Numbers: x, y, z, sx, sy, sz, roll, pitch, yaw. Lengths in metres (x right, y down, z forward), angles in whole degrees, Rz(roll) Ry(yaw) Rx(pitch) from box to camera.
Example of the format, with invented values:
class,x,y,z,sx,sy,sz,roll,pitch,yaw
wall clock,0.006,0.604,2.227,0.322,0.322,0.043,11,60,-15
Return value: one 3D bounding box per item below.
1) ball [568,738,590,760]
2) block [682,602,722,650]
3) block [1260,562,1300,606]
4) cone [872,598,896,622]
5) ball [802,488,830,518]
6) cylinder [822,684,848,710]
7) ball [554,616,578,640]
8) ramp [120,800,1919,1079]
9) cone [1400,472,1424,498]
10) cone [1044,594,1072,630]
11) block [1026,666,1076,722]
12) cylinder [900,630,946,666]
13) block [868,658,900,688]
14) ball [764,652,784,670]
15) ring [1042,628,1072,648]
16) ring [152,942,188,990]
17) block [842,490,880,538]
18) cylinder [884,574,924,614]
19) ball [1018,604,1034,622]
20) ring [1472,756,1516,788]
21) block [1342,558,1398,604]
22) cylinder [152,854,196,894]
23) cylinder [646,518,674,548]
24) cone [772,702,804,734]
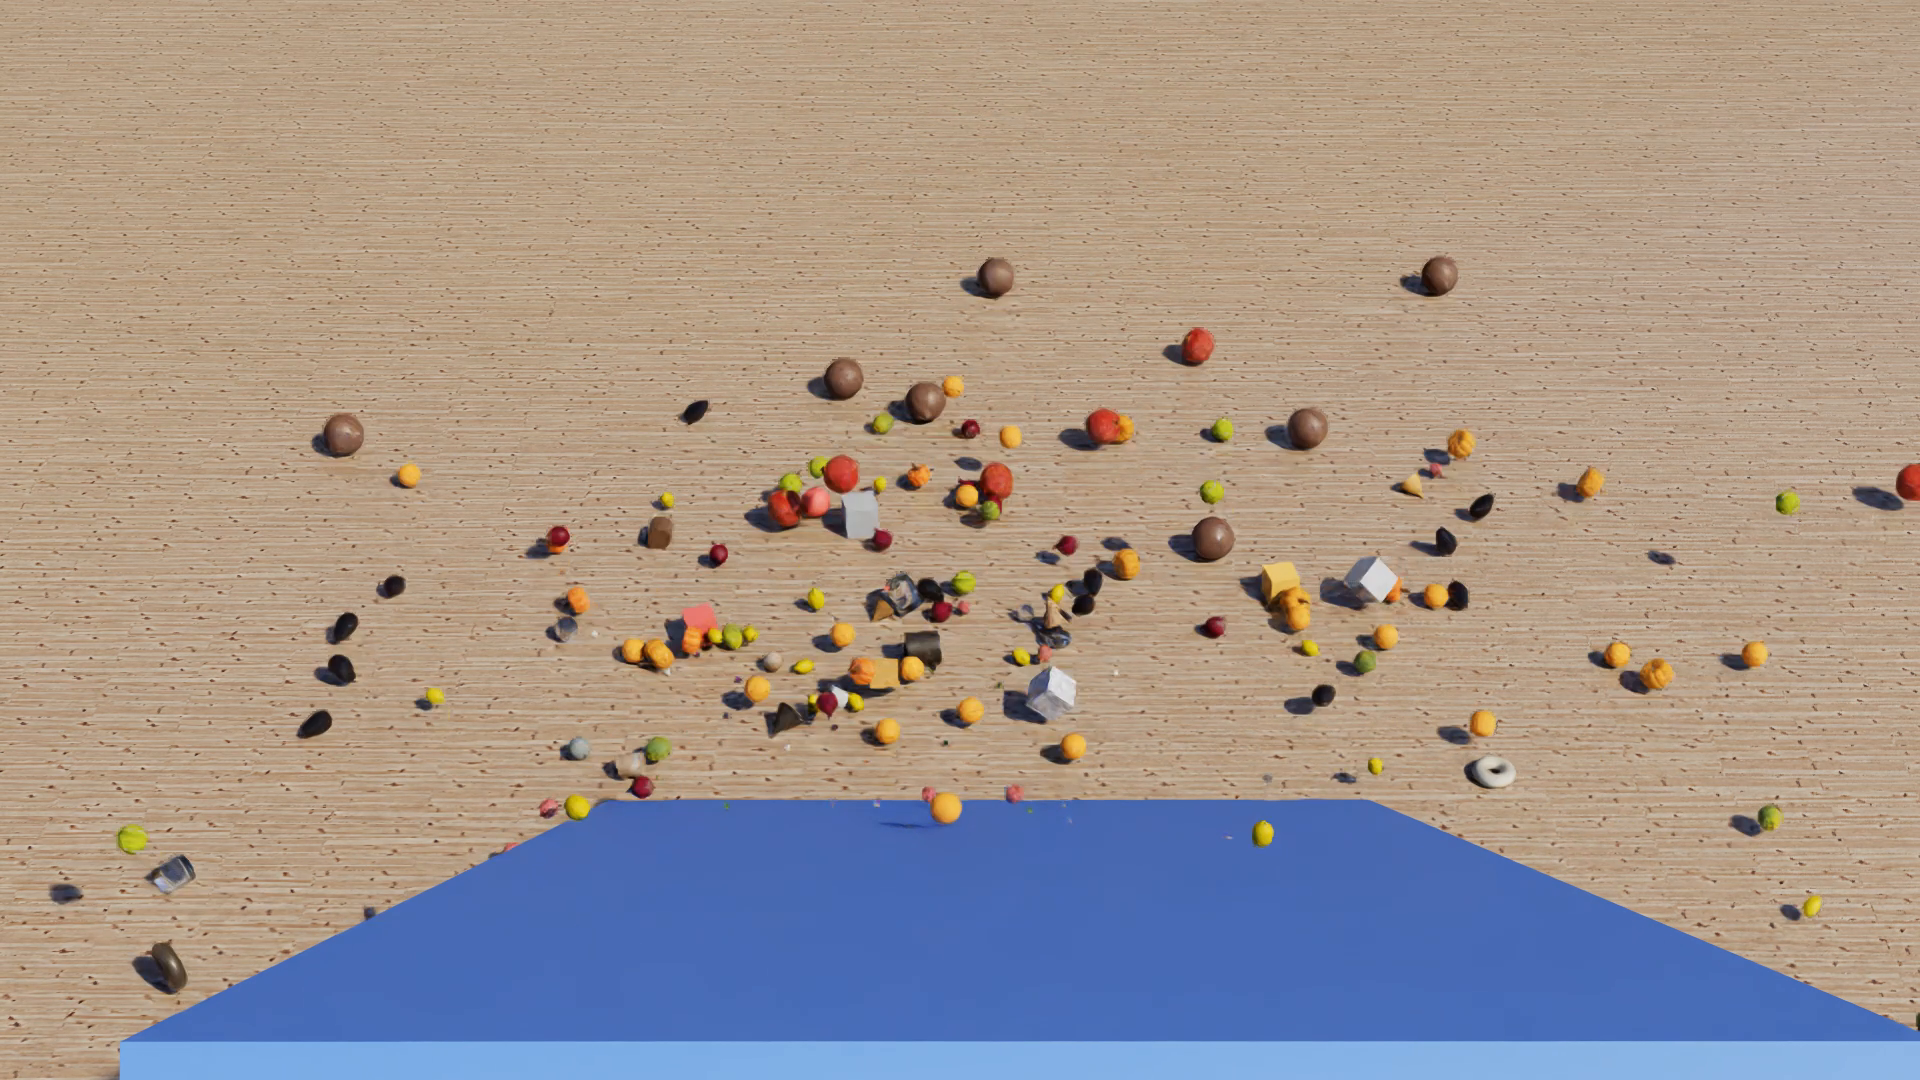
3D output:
class,x,y,z,sx,sy,sz,roll,pitch,yaw
ball,-1.040,0.570,7.095,0.062,0.062,0.062,0,35,0
block,-0.748,0.249,7.518,0.085,0.085,0.085,-17,38,-9
block,0.949,0.130,7.695,0.087,0.087,0.087,-8,36,-11
cone,-0.239,0.219,7.616,0.069,0.069,0.069,28,71,33
ball,-0.446,-0.117,8.038,0.092,0.092,0.092,0,35,0
cylinder,-0.348,0.438,7.248,0.055,0.055,0.055,28,25,-28
ball,-1.140,0.257,7.529,0.070,0.070,0.070,0,35,0
ramp,0.078,0.667,4.848,2.000,0.100,4.000,0,-2,0
cone,1.431,-0.157,8.145,0.076,0.076,0.076,-26,70,-32
cone,0.267,0.201,7.537,0.089,0.089,0.089,-20,5,2
block,0.253,0.425,7.188,0.093,0.093,0.093,34,40,-22
cylinder,-0.108,0.310,7.432,0.096,0.096,0.096,6,30,-29
block,-0.211,0.374,7.285,0.080,0.080,0.080,-5,-3,2
ball,-0.533,0.346,7.416,0.056,0.056,0.056,0,35,0
ring,0.280,0.285,7.522,0.087,0.029,0.087,1,26,-1
ring,-1.930,1.040,6.347,0.043,0.129,0.129,-30,45,-26
block,-0.307,-0.077,7.975,0.100,0.100,0.100,-7,36,-9
cylinder,-0.165,0.158,7.623,0.088,0.088,0.088,-29,20,12
ball,0.193,0.214,7.607,0.050,0.050,0.050,0,35,0
ring,1.446,0.628,7.034,0.117,0.039,0.117,-1,34,0
block,1.205,0.119,7.630,0.095,0.095,0.095,-51,18,-17
cylinder,-2.019,0.858,6.671,0.076,0.076,0.076,25,40,31
cylinder,-0.915,-0.022,7.920,0.073,0.073,0.073,5,21,7
cone,-0.494,0.509,7.190,0.086,0.086,0.086,27,65,32
